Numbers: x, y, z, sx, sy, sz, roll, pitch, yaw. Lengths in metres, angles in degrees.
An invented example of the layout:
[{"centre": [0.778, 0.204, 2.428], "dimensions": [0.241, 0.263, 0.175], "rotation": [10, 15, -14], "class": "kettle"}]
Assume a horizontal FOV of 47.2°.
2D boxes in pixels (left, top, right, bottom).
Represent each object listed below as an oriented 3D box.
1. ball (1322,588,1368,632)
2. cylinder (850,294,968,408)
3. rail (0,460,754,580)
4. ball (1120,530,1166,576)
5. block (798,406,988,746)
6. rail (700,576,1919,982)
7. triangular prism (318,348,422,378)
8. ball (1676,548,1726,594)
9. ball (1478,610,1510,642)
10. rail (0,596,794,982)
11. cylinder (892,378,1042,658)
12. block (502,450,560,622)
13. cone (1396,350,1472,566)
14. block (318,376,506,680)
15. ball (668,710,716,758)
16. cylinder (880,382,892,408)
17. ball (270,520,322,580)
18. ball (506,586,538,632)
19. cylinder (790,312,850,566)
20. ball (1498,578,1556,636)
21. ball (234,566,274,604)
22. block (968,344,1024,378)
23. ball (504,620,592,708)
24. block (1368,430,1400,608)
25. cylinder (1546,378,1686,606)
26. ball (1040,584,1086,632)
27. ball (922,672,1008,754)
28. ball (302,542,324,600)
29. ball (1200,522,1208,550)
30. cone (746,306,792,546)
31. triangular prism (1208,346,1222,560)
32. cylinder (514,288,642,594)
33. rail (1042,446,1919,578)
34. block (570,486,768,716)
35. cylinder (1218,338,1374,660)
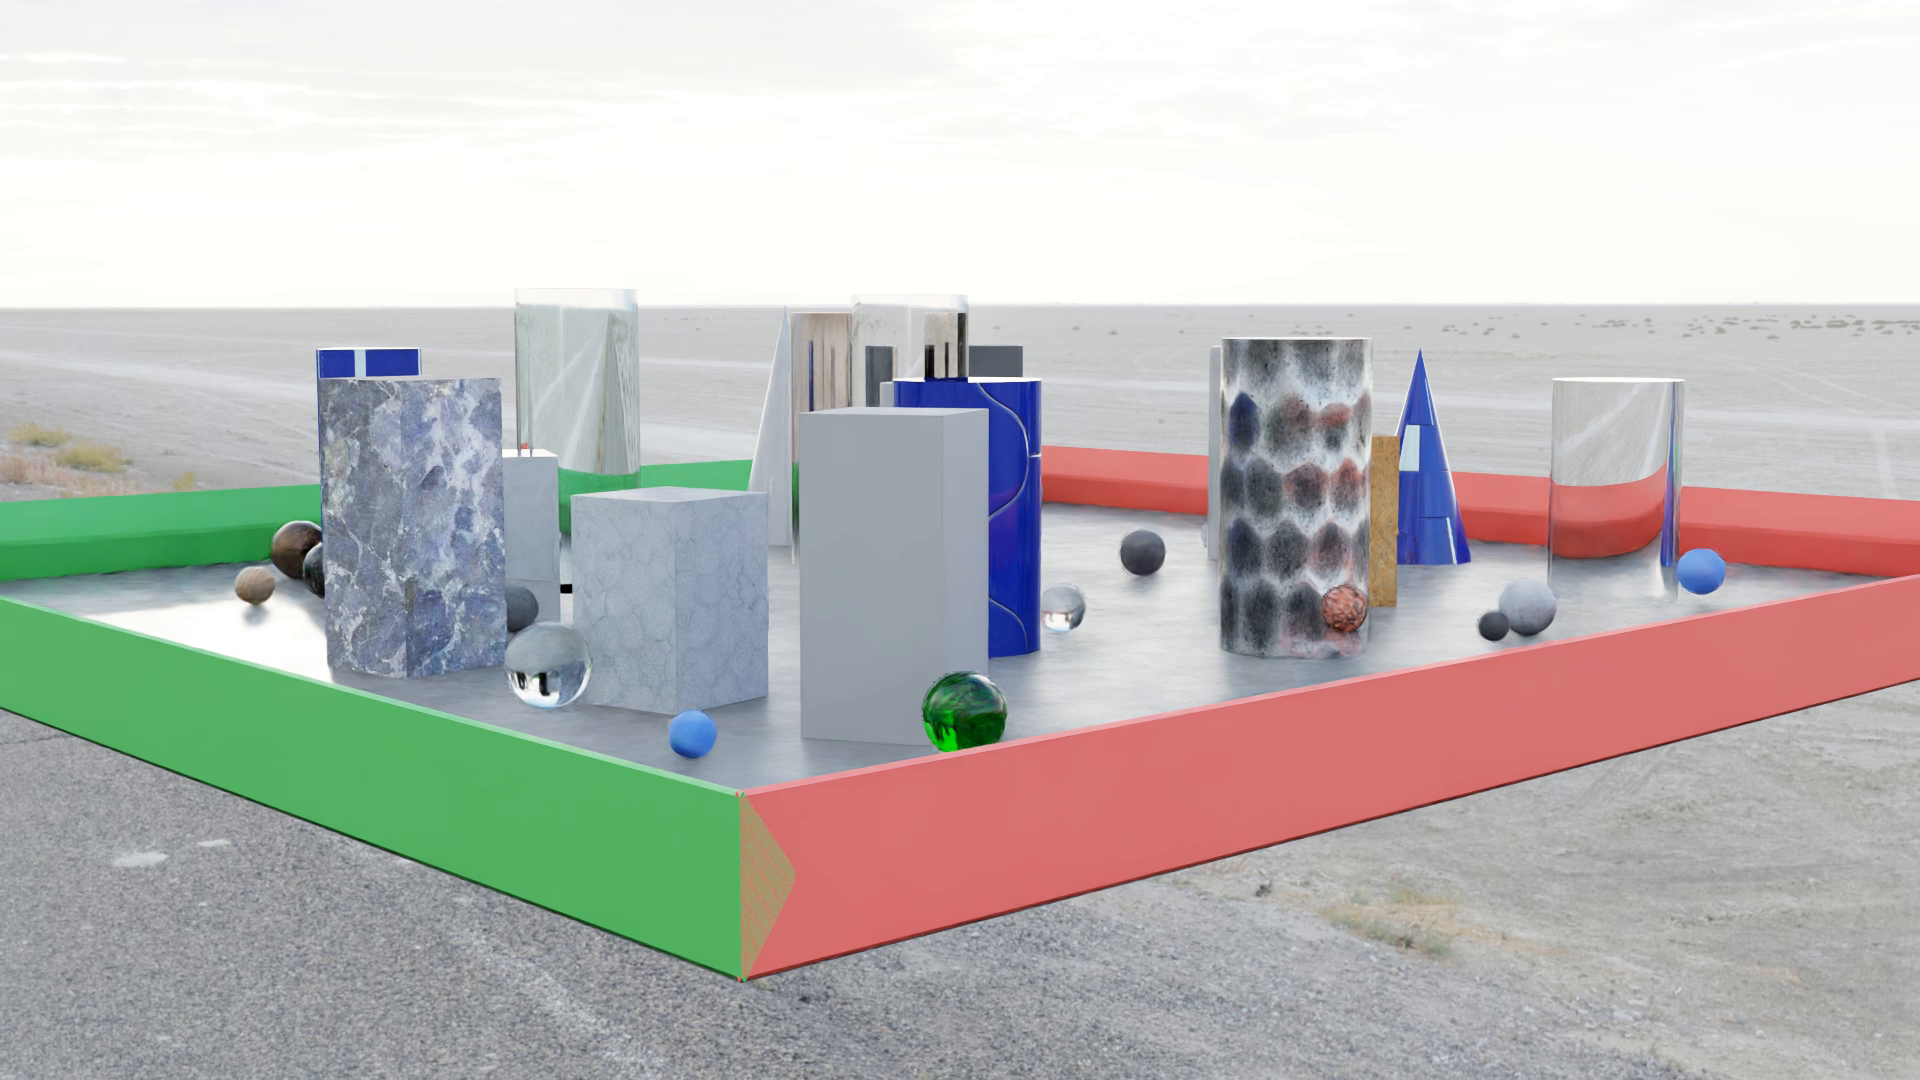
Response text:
[{"centre": [0.488, 0.088, 2.786], "dimensions": [0.057, 0.057, 0.057], "rotation": [0, 6, 0], "class": "ball"}, {"centre": [-0.083, -0.172, 3.659], "dimensions": [0.196, 0.470, 0.196], "rotation": [0, 6, 0], "class": "cylinder"}, {"centre": [-0.859, -0.064, 4.258], "dimensions": [2.777, 0.127, 0.045], "rotation": [-5, 8, -42], "class": "rail"}, {"centre": [0.307, 0.021, 3.693], "dimensions": [0.078, 0.078, 0.078], "rotation": [0, 6, 0], "class": "ball"}, {"centre": [-0.068, 0.033, 2.332], "dimensions": [0.157, 0.339, 0.157], "rotation": [2, 6, 18], "class": "block"}, {"centre": [0.859, 0.130, 2.406], "dimensions": [2.777, 0.127, 0.045], "rotation": [-5, 8, -42], "class": "rail"}, {"centre": [-0.988, -0.123, 3.606], "dimensions": [0.170, 0.383, 0.147], "rotation": [-4, 7, -35], "class": "triangular prism"}, {"centre": [1.126, 0.048, 3.342], "dimensions": [0.071, 0.071, 0.071], "rotation": [0, 6, 0], "class": "ball"}, {"centre": [0.718, 0.116, 2.961], "dimensions": [0.042, 0.042, 0.042], "rotation": [0, 6, 0], "class": "ball"}, {"centre": [-1.003, 0.129, 2.412], "dimensions": [0.045, 0.127, 2.582], "rotation": [-5, 8, -42], "class": "rail"}, {"centre": [0.009, -0.034, 2.899], "dimensions": [0.196, 0.354, 0.196], "rotation": [0, 6, 0], "class": "cylinder"}, {"centre": [-0.665, -0.004, 3.156], "dimensions": [0.157, 0.240, 0.157], "rotation": [-2, 6, -18], "class": "block"}, {"centre": [0.818, -0.155, 3.927], "dimensions": [0.196, 0.379, 0.196], "rotation": [0, 6, 0], "class": "cone"}, {"centre": [-0.683, -0.022, 2.750], "dimensions": [0.157, 0.360, 0.157], "rotation": [5, 8, 37], "class": "block"}, {"centre": [-0.266, 0.194, 2.188], "dimensions": [0.048, 0.048, 0.048], "rotation": [0, 6, 0], "class": "ball"}, {"centre": [-0.020, -0.063, 3.251], "dimensions": [0.196, 0.338, 0.196], "rotation": [0, 6, 0], "class": "cylinder"}, {"centre": [-1.093, 0.016, 3.647], "dimensions": [0.098, 0.098, 0.098], "rotation": [0, 6, 0], "class": "ball"}, {"centre": [-0.617, 0.095, 3.048], "dimensions": [0.065, 0.065, 0.065], "rotation": [0, 6, 0], "class": "ball"}, {"centre": [-0.200, -0.180, 3.876], "dimensions": [0.196, 0.440, 0.196], "rotation": [0, 6, 0], "class": "cylinder"}, {"centre": [0.779, 0.092, 3.020], "dimensions": [0.078, 0.078, 0.078], "rotation": [0, 6, 0], "class": "ball"}, {"centre": [-1.069, 0.069, 3.333], "dimensions": [0.058, 0.058, 0.058], "rotation": [0, 6, 0], "class": "ball"}, {"centre": [0.039, -0.175, 4.122], "dimensions": [0.157, 0.379, 0.157], "rotation": [0, 6, 1], "class": "block"}, {"centre": [-0.462, 0.140, 2.464], "dimensions": [0.098, 0.098, 0.098], "rotation": [0, 6, 0], "class": "ball"}, {"centre": [0.573, -0.034, 3.366], "dimensions": [0.157, 0.257, 0.157], "rotation": [0, 6, -4], "class": "block"}, {"centre": [1.012, -0.079, 3.400], "dimensions": [0.196, 0.338, 0.196], "rotation": [0, 6, 0], "class": "cylinder"}, {"centre": [0.141, 0.095, 3.043], "dimensions": [0.067, 0.067, 0.067], "rotation": [0, 6, 0], "class": "ball"}, {"centre": [0.005, 0.174, 2.192], "dimensions": [0.086, 0.086, 0.086], "rotation": [0, 6, 0], "class": "ball"}, {"centre": [-0.961, 0.047, 3.375], "dimensions": [0.093, 0.093, 0.093], "rotation": [0, 6, 0], "class": "ball"}, {"centre": [0.474, -0.008, 4.006], "dimensions": [0.071, 0.071, 0.071], "rotation": [0, 6, 0], "class": "ball"}, {"centre": [-0.336, -0.228, 4.251], "dimensions": [0.196, 0.457, 0.196], "rotation": [0, 6, 0], "class": "cone"}, {"centre": [0.556, -0.154, 3.920], "dimensions": [0.147, 0.380, 0.170], "rotation": [-5, 8, -37], "class": "triangular prism"}, {"centre": [-0.613, -0.163, 3.533], "dimensions": [0.196, 0.478, 0.196], "rotation": [0, 6, 0], "class": "cylinder"}, {"centre": [1.003, -0.063, 4.252], "dimensions": [0.045, 0.127, 2.582], "rotation": [-5, 8, -42], "class": "rail"}, {"centre": [-0.331, 0.065, 2.521], "dimensions": [0.157, 0.236, 0.157], "rotation": [4, 7, 35], "class": "block"}, {"centre": [0.439, -0.060, 2.887], "dimensions": [0.196, 0.408, 0.196], "rotation": [0, 6, 0], "class": "cylinder"}]
